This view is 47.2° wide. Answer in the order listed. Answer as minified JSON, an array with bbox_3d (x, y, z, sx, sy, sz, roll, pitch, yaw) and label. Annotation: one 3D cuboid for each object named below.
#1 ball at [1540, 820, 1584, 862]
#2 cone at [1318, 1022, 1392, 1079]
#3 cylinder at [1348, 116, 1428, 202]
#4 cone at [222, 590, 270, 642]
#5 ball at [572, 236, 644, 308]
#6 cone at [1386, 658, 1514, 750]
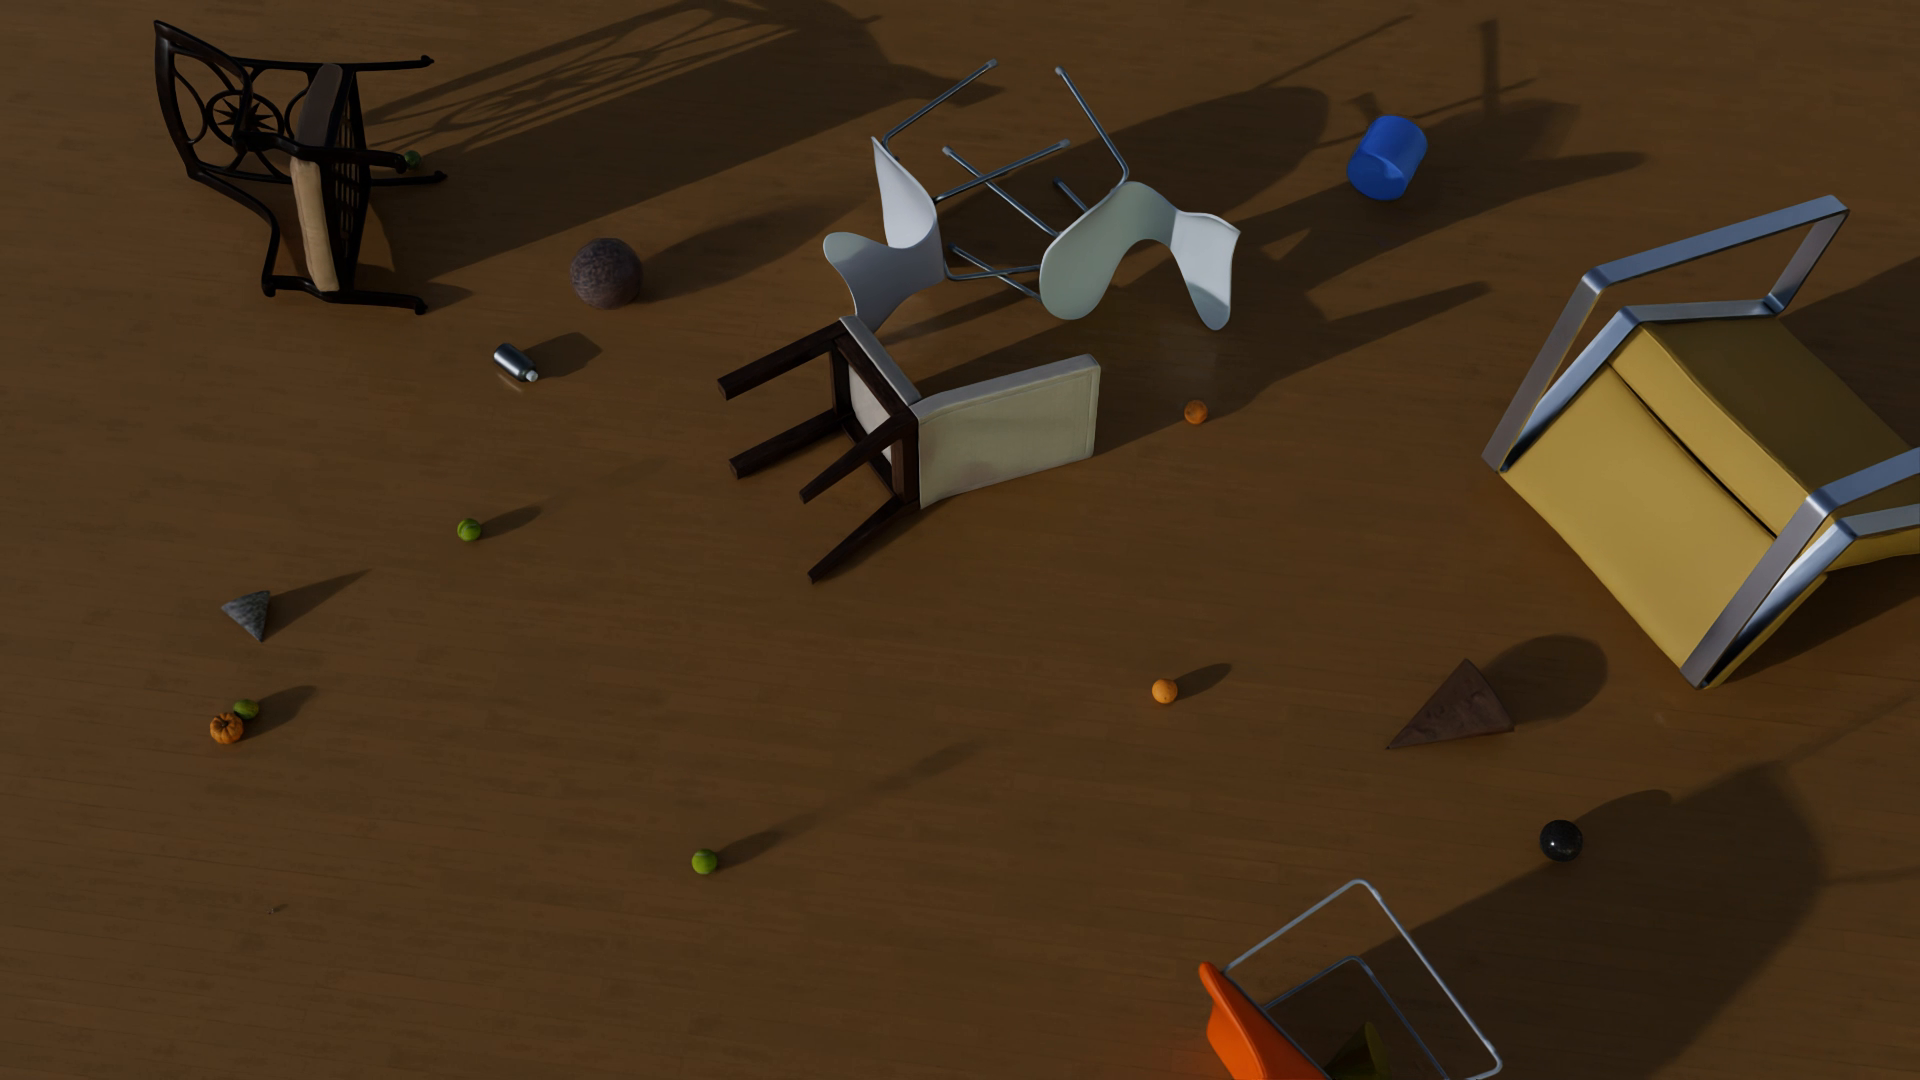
[{"bbox_3d":[1.628,0.815,5.957,0.116,0.116,0.116,0,56,0],"label":"ball"},{"bbox_3d":[0.992,1.343,5.626,0.169,0.177,0.171,-23,10,18],"label":"cone"},{"bbox_3d":[1.421,-1.268,7.307,0.204,0.196,0.201,27,60,8],"label":"cylinder"},{"bbox_3d":[-2.050,0.237,6.382,0.144,0.120,0.136,-21,82,-16],"label":"cone"},{"bbox_3d":[-1.124,-0.851,7.008,0.227,0.227,0.227,0,56,0],"label":"ball"},{"bbox_3d":[1.343,0.513,6.190,0.337,0.132,0.260,-27,57,-4],"label":"cone"}]
